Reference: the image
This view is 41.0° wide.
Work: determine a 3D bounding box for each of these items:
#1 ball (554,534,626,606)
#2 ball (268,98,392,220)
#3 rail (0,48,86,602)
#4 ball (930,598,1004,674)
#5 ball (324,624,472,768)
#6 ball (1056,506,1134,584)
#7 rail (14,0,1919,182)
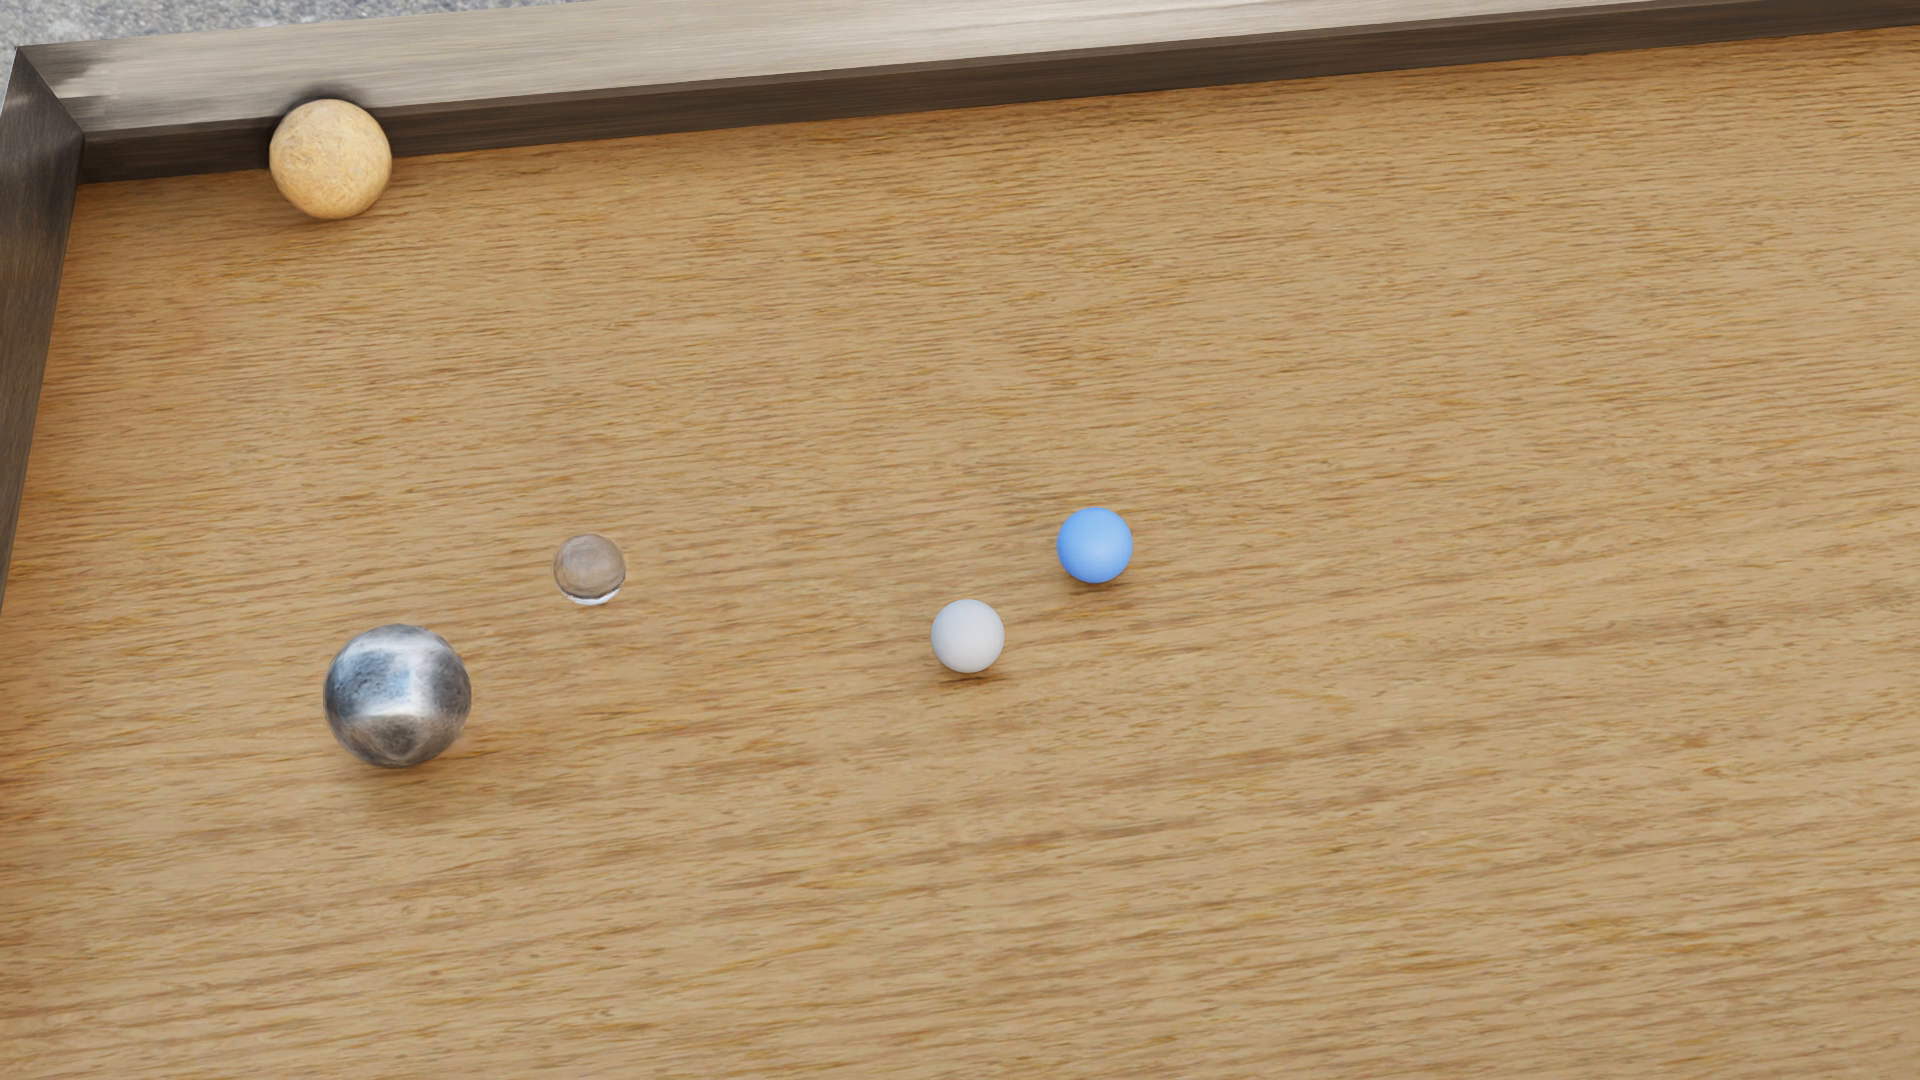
[{"bbox_3d":[-0.239,0.019,1.658,0.047,0.047,0.047,0,36,0],"label":"ball"},{"bbox_3d":[-0.508,-0.307,2.068,0.096,0.096,0.096,0,36,0],"label":"ball"},{"bbox_3d":[-0.606,0.040,1.560,0.045,0.125,1.357,-6,36,-9],"label":"rail"},{"bbox_3d":[0.005,0.060,1.602,0.046,0.046,0.046,0,36,0],"label":"ball"},{"bbox_3d":[-0.333,0.092,1.523,0.086,0.086,0.086,0,36,0],"label":"ball"},{"bbox_3d":[0.088,0.003,1.677,0.050,0.050,0.050,0,36,0],"label":"ball"},{"bbox_3d":[0.505,-0.475,2.276,2.566,0.125,0.045,-6,36,-9],"label":"rail"}]
